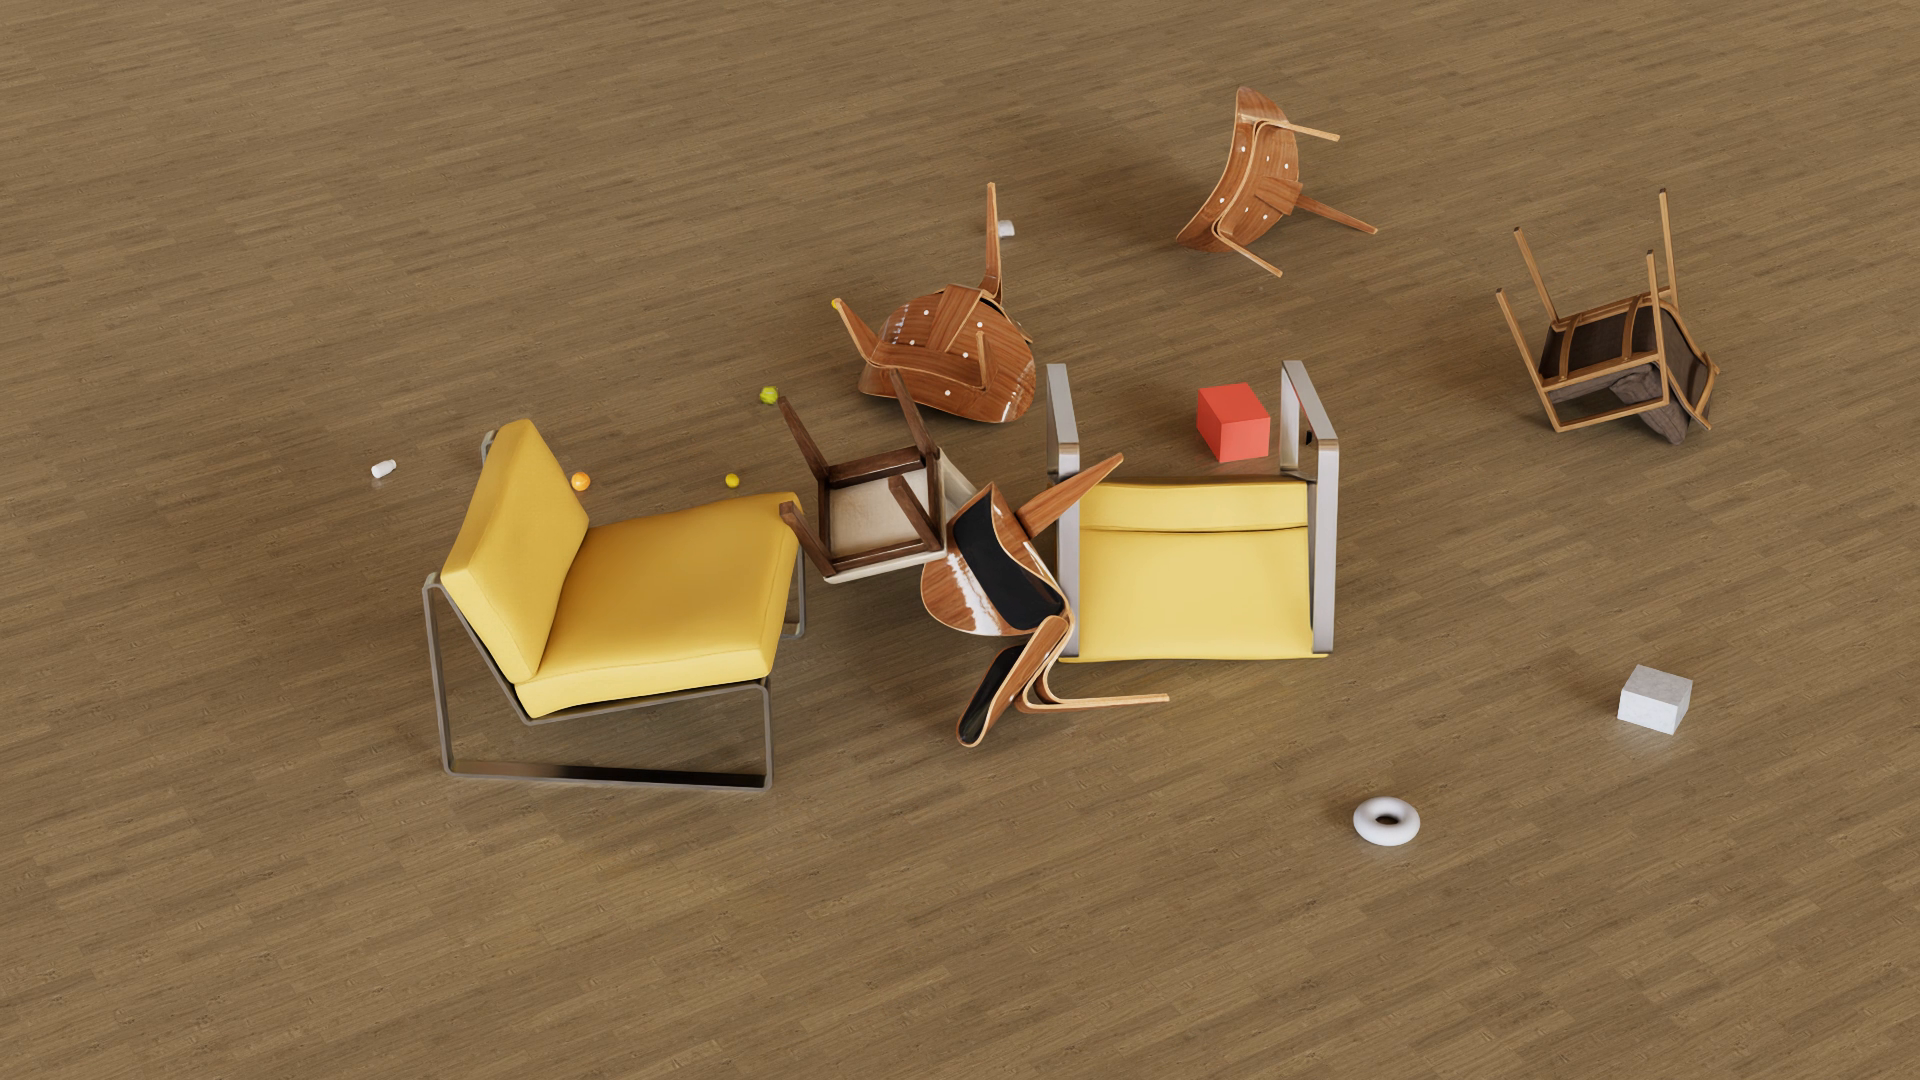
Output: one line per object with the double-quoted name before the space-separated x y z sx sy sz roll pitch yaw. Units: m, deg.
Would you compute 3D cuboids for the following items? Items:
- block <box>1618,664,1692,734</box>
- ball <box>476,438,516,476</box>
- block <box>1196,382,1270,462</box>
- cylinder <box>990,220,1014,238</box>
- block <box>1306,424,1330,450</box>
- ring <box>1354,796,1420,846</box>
"block" 2.373 0.544 10.009 0.195 0.121 0.170 17 37 24
"ball" -1.784 -0.321 11.293 0.152 0.152 0.152 0 33 0
"block" 1.070 -0.461 11.484 0.199 0.176 0.276 -8 34 -13
"cylinder" 0.185 -1.375 12.977 0.088 0.059 0.101 -9 33 -13
"block" 1.402 -0.402 11.494 0.058 0.066 0.068 28 43 36
"ring" 1.383 0.910 9.504 0.217 0.066 0.217 -21 40 -27
